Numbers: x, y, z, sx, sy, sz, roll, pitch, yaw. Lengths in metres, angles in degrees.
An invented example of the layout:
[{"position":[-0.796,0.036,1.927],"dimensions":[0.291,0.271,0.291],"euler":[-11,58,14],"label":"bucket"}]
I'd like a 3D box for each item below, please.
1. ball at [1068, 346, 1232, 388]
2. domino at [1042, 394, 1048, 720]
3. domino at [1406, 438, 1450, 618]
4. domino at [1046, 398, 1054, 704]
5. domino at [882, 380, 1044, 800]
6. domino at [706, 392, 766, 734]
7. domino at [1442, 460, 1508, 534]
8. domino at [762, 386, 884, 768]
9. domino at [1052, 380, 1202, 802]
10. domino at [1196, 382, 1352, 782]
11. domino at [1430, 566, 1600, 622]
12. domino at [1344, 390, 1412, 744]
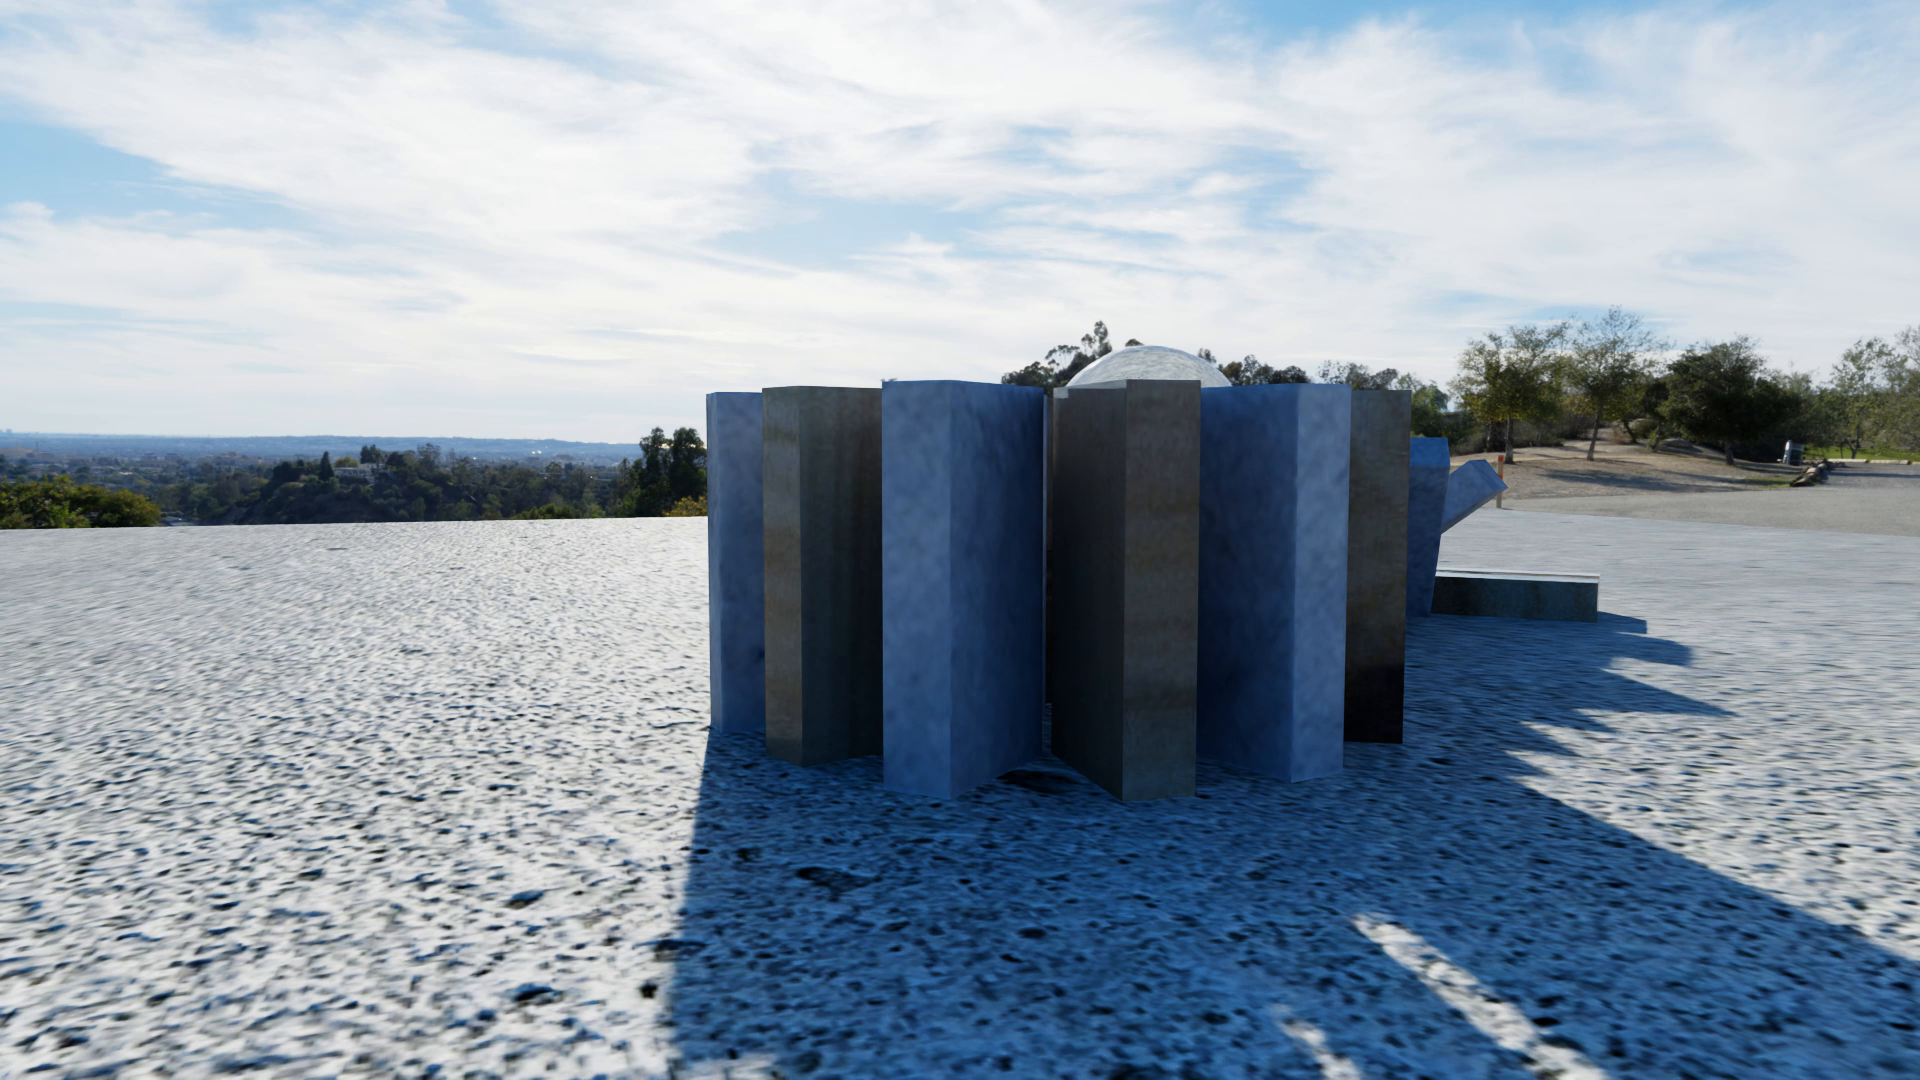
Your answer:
[{"position":[0.072,-0.035,0.494],"dimensions":[0.080,0.080,0.080],"euler":[0,4,0],"label":"ball"},{"position":[0.001,0.002,0.201],"dimensions":[0.025,0.050,0.010],"euler":[0,4,-1],"label":"domino"},{"position":[0.100,-0.002,0.303],"dimensions":[0.025,0.050,0.009],"euler":[1,46,14],"label":"domino"},{"position":[0.006,0.001,0.218],"dimensions":[0.025,0.050,0.010],"euler":[3,5,38],"label":"domino"},{"position":[0.001,0.005,0.165],"dimensions":[0.009,0.050,0.025],"euler":[2,5,30],"label":"domino"},{"position":[-0.025,0.003,0.195],"dimensions":[0.025,0.050,0.010],"euler":[-2,5,-21],"label":"domino"},{"position":[0.119,-0.002,0.340],"dimensions":[0.050,0.009,0.025],"euler":[-41,-17,27],"label":"domino"},{"position":[-0.014,0.004,0.178],"dimensions":[0.025,0.050,0.009],"euler":[-3,5,-39],"label":"domino"},{"position":[0.021,0.005,0.164],"dimensions":[0.009,0.050,0.025],"euler":[-1,4,-16],"label":"domino"},{"position":[0.039,0.005,0.172],"dimensions":[0.010,0.050,0.025],"euler":[-3,5,-33],"label":"domino"},{"position":[0.135,0.013,0.327],"dimensions":[0.050,0.010,0.025],"euler":[2,5,27],"label":"domino"},{"position":[0.051,0.003,0.187],"dimensions":[0.025,0.050,0.009],"euler":[1,4,11],"label":"domino"}]
